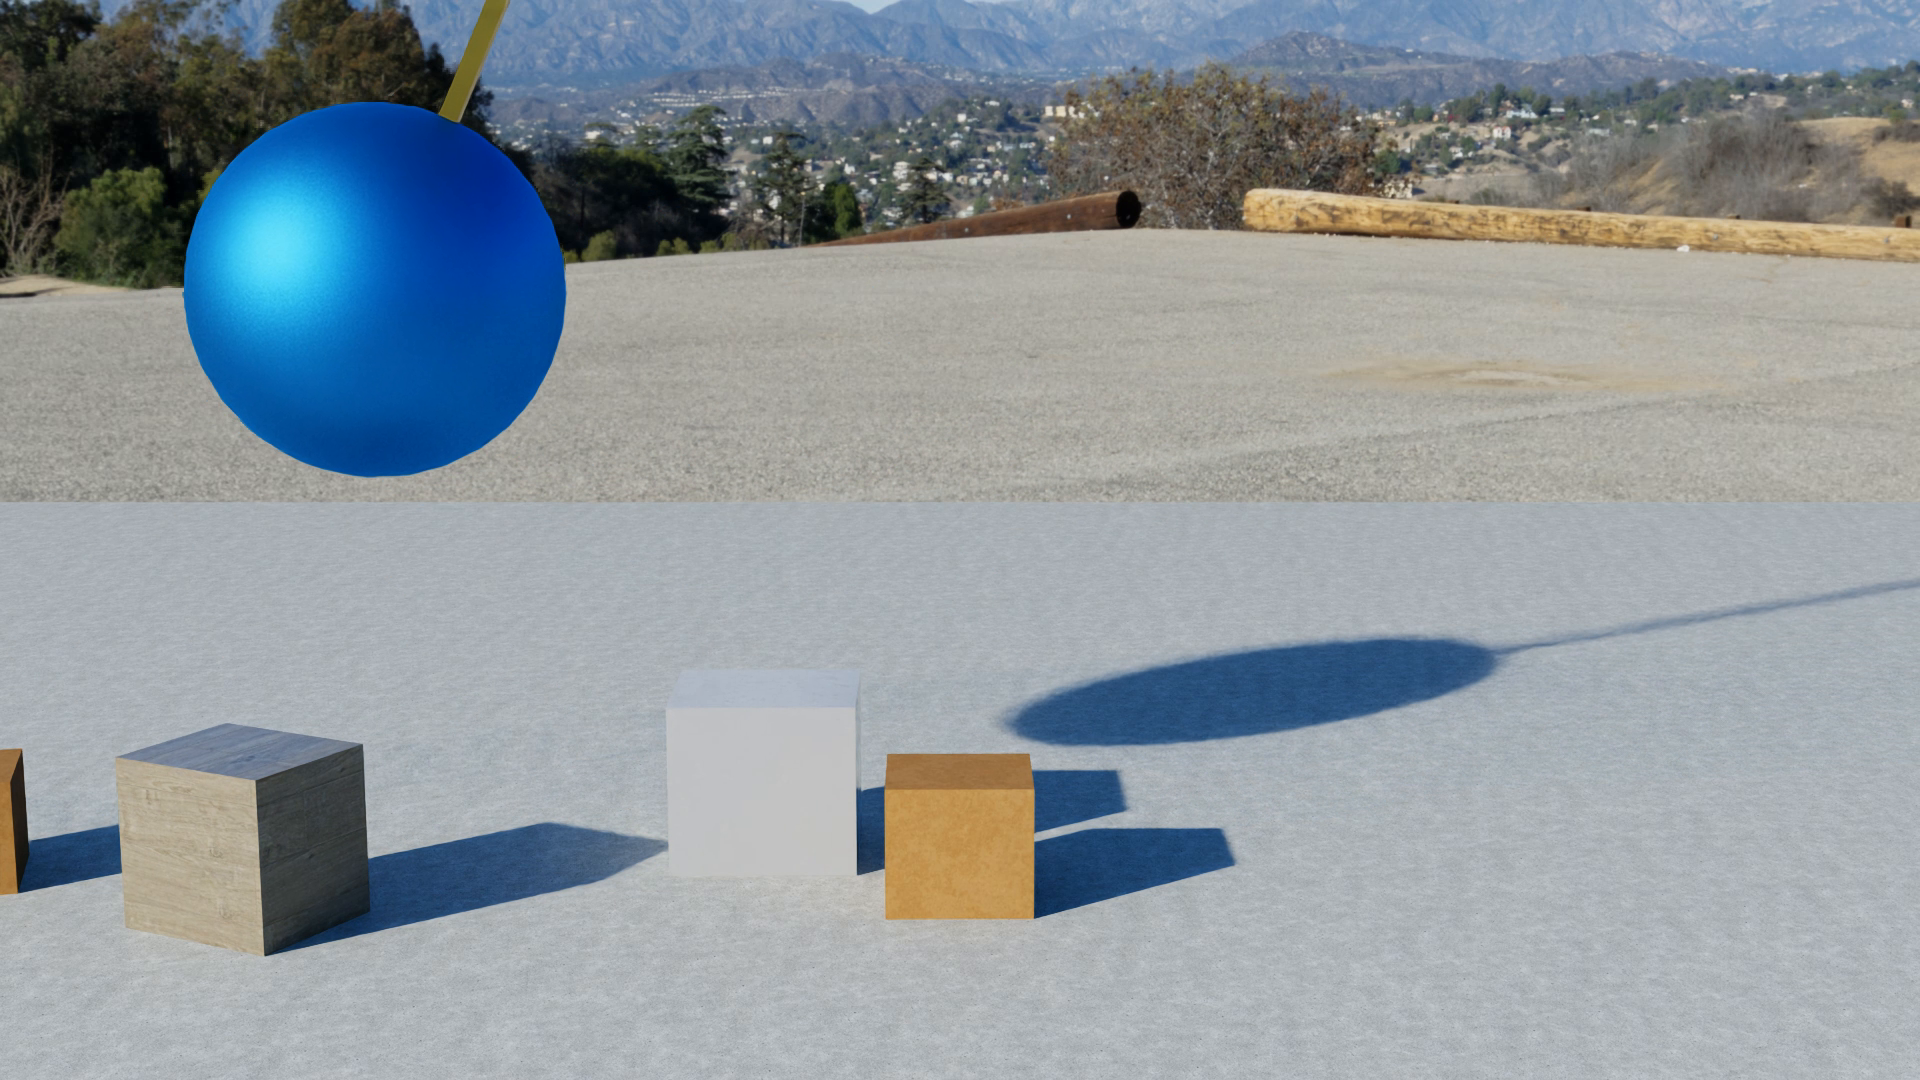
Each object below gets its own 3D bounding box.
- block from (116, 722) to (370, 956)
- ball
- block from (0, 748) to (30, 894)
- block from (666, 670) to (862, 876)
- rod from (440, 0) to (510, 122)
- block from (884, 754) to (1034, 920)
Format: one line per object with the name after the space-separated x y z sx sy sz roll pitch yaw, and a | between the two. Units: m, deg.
-2.989 1.235 10.722 0.761 0.734 0.641 5 12 27 | block
-2.494 -1.067 10.986 1.600 1.600 1.600 0 10 0 | ball
-4.421 1.250 11.295 0.534 0.500 0.585 -3 11 -15 | block
-0.876 1.046 11.667 0.831 0.767 0.734 0 10 0 | block
-1.081 -4.110 10.433 0.080 5.200 0.080 24 9 -4 | rod
-0.004 1.266 11.024 0.625 0.564 0.577 0 10 -1 | block
